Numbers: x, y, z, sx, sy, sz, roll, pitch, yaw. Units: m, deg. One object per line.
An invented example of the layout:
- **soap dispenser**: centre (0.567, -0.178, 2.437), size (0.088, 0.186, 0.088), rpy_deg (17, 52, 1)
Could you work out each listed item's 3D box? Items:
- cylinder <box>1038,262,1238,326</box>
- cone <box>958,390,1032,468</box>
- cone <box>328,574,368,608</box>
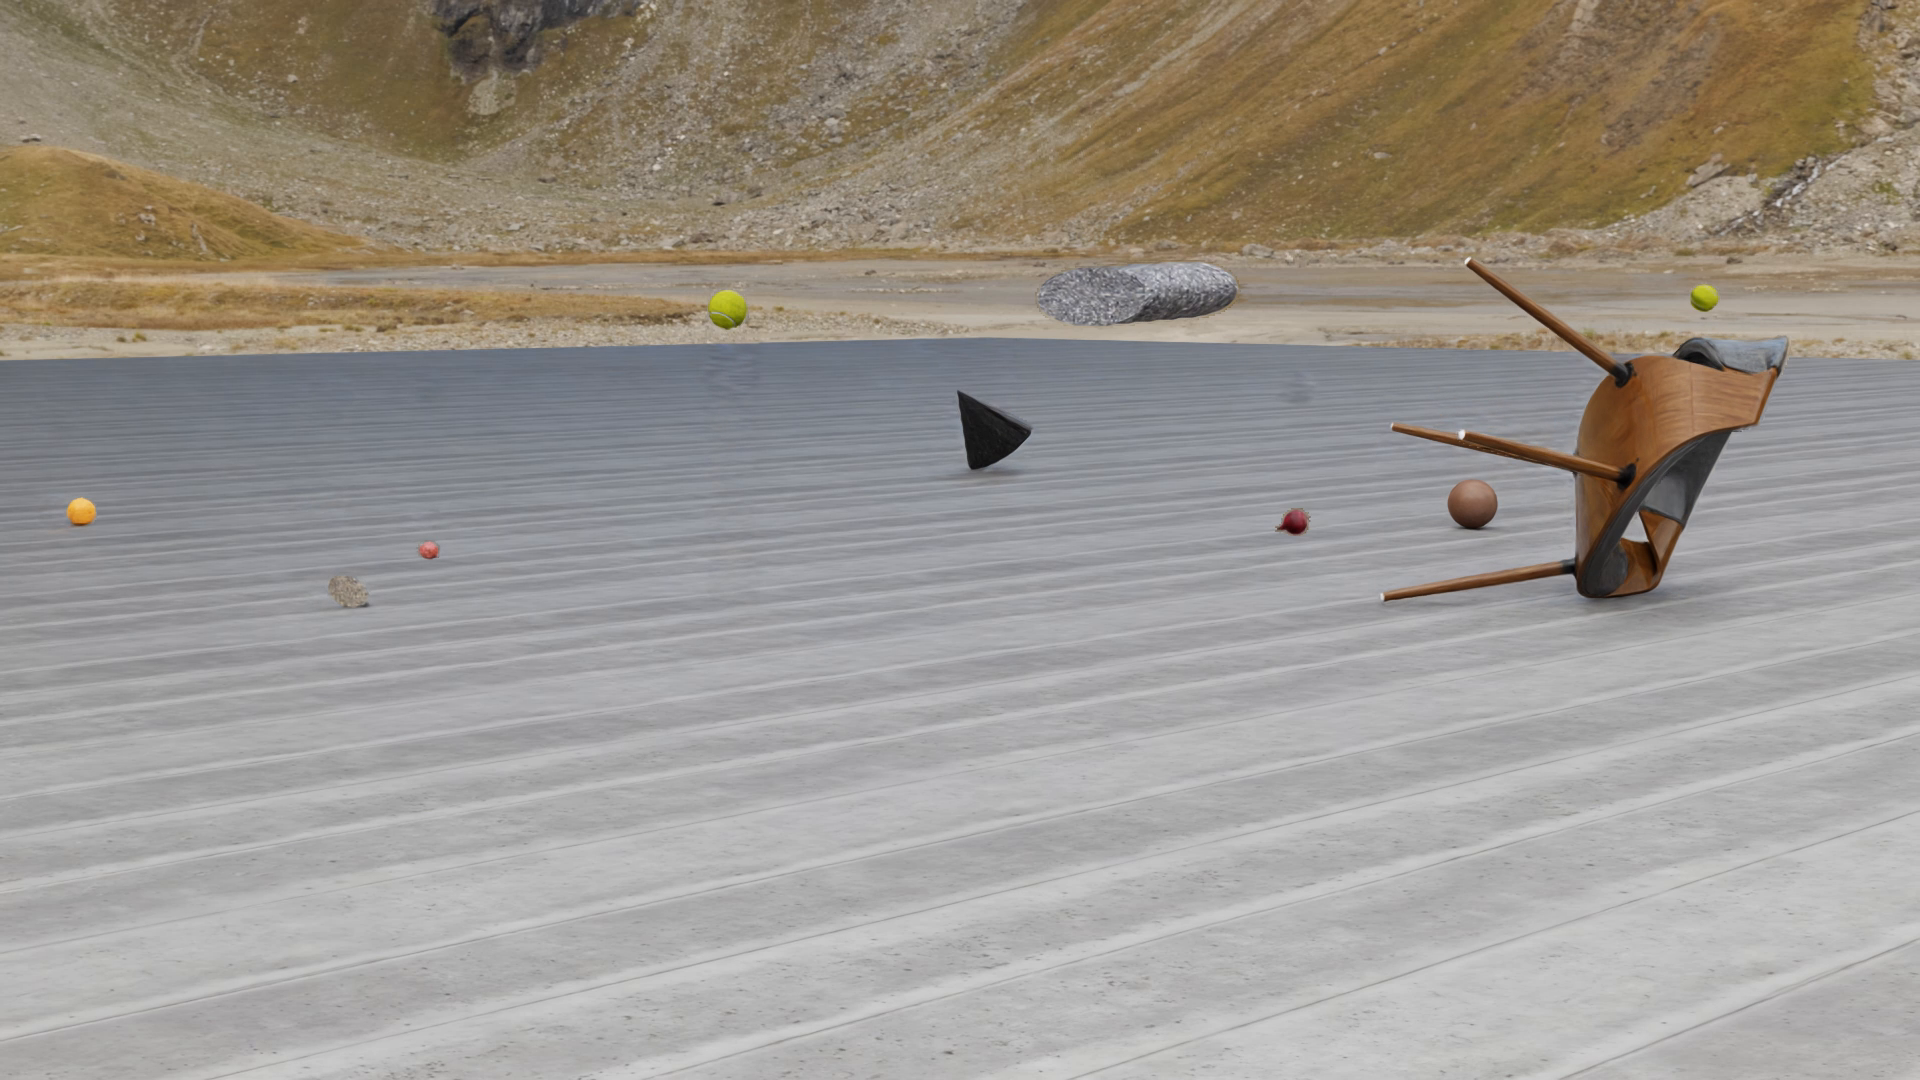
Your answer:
- **cylinder**: centre (0.400, -0.556, 5.771), size (0.319, 0.130, 0.322), rpy_deg (3, 9, 44)
- **cone**: centre (0.063, -0.412, 8.679), size (0.258, 0.303, 0.134), rpy_deg (-32, 40, 9)
- **cone**: centre (-1.222, 0.113, 5.164), size (0.085, 0.061, 0.103), rpy_deg (26, -12, 4)
